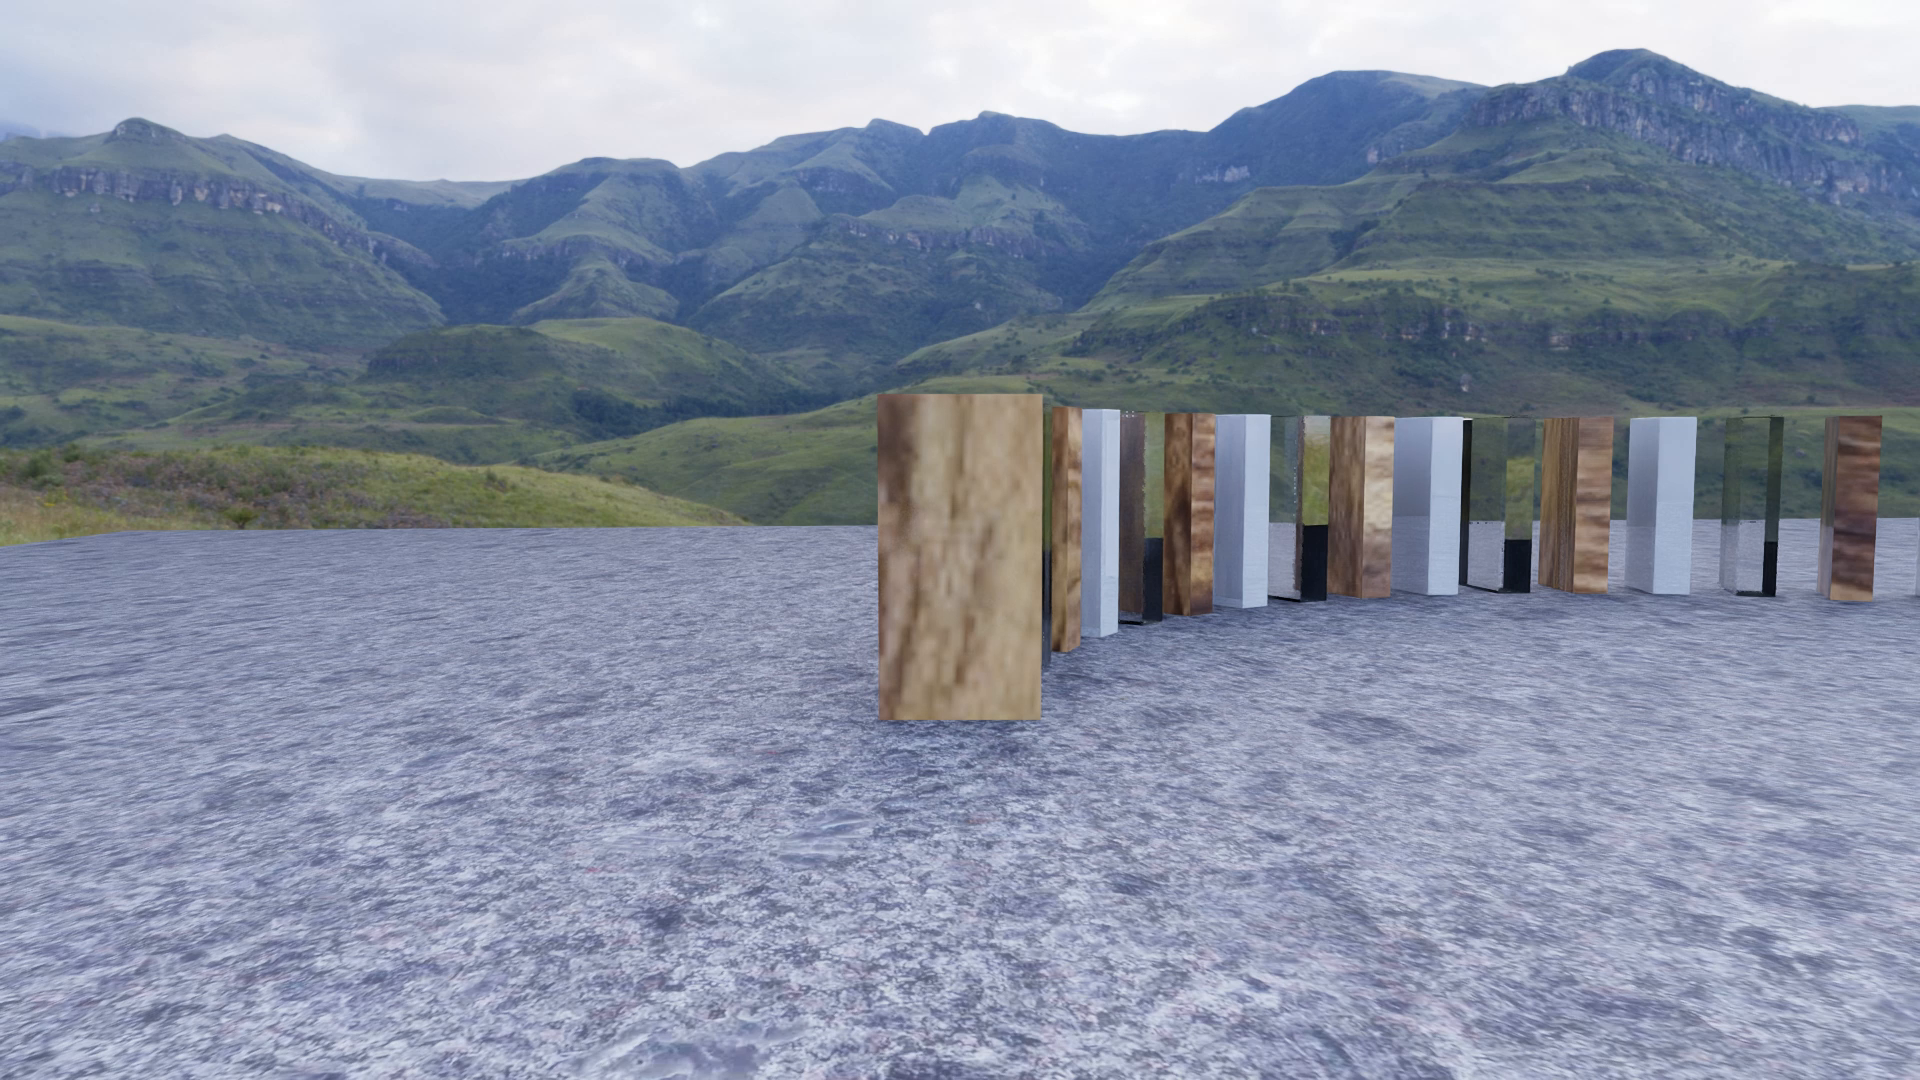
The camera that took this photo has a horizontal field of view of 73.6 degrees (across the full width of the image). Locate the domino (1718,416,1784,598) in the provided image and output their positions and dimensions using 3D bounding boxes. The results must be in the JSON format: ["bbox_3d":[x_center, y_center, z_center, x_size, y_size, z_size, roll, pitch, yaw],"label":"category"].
[{"bbox_3d":[0.226,-0.010,0.367,0.010,0.050,0.025,2,5,21],"label":"domino"}]

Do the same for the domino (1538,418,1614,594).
[{"bbox_3d":[0.180,-0.011,0.376,0.010,0.050,0.025,0,4,3],"label":"domino"}]

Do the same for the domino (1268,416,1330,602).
[{"bbox_3d":[0.089,-0.009,0.355,0.009,0.050,0.025,-2,5,-29],"label":"domino"}]

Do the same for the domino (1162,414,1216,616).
[{"bbox_3d":[0.052,-0.007,0.327,0.009,0.050,0.025,-4,6,-44],"label":"domino"}]

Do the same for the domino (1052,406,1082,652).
[{"bbox_3d":[0.012,-0.003,0.270,0.025,0.050,0.009,2,5,22],"label":"domino"}]

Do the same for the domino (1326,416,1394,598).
[{"bbox_3d":[0.111,-0.010,0.365,0.009,0.050,0.025,-2,5,-21],"label":"domino"}]

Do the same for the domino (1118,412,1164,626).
[{"bbox_3d":[0.036,-0.006,0.310,0.025,0.050,0.009,3,5,38],"label":"domino"}]

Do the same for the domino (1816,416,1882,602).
[{"bbox_3d":[0.248,-0.009,0.358,0.009,0.050,0.025,2,5,27],"label":"domino"}]

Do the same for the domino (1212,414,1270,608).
[{"bbox_3d":[0.070,-0.008,0.342,0.009,0.050,0.025,-3,5,-36],"label":"domino"}]

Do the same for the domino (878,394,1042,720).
[{"bbox_3d":[0.000,0.002,0.201,0.025,0.050,0.010,0,4,0],"label":"domino"}]

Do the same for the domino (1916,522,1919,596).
[{"bbox_3d":[0.268,-0.008,0.347,0.009,0.050,0.025,2,5,25],"label":"domino"}]

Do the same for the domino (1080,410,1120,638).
[{"bbox_3d":[0.023,-0.004,0.291,0.025,0.050,0.009,3,5,30],"label":"domino"}]

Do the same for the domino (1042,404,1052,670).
[{"bbox_3d":[0.005,-0.001,0.247,0.025,0.050,0.009,1,4,15],"label":"domino"}]

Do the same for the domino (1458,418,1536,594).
[{"bbox_3d":[0.156,-0.011,0.375,0.010,0.050,0.025,0,4,-5],"label":"domino"}]

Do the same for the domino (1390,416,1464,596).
[{"bbox_3d":[0.133,-0.010,0.372,0.010,0.050,0.025,-1,4,-13],"label":"domino"}]

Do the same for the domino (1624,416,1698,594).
[{"bbox_3d":[0.203,-0.010,0.373,0.010,0.050,0.025,1,4,10],"label":"domino"}]
